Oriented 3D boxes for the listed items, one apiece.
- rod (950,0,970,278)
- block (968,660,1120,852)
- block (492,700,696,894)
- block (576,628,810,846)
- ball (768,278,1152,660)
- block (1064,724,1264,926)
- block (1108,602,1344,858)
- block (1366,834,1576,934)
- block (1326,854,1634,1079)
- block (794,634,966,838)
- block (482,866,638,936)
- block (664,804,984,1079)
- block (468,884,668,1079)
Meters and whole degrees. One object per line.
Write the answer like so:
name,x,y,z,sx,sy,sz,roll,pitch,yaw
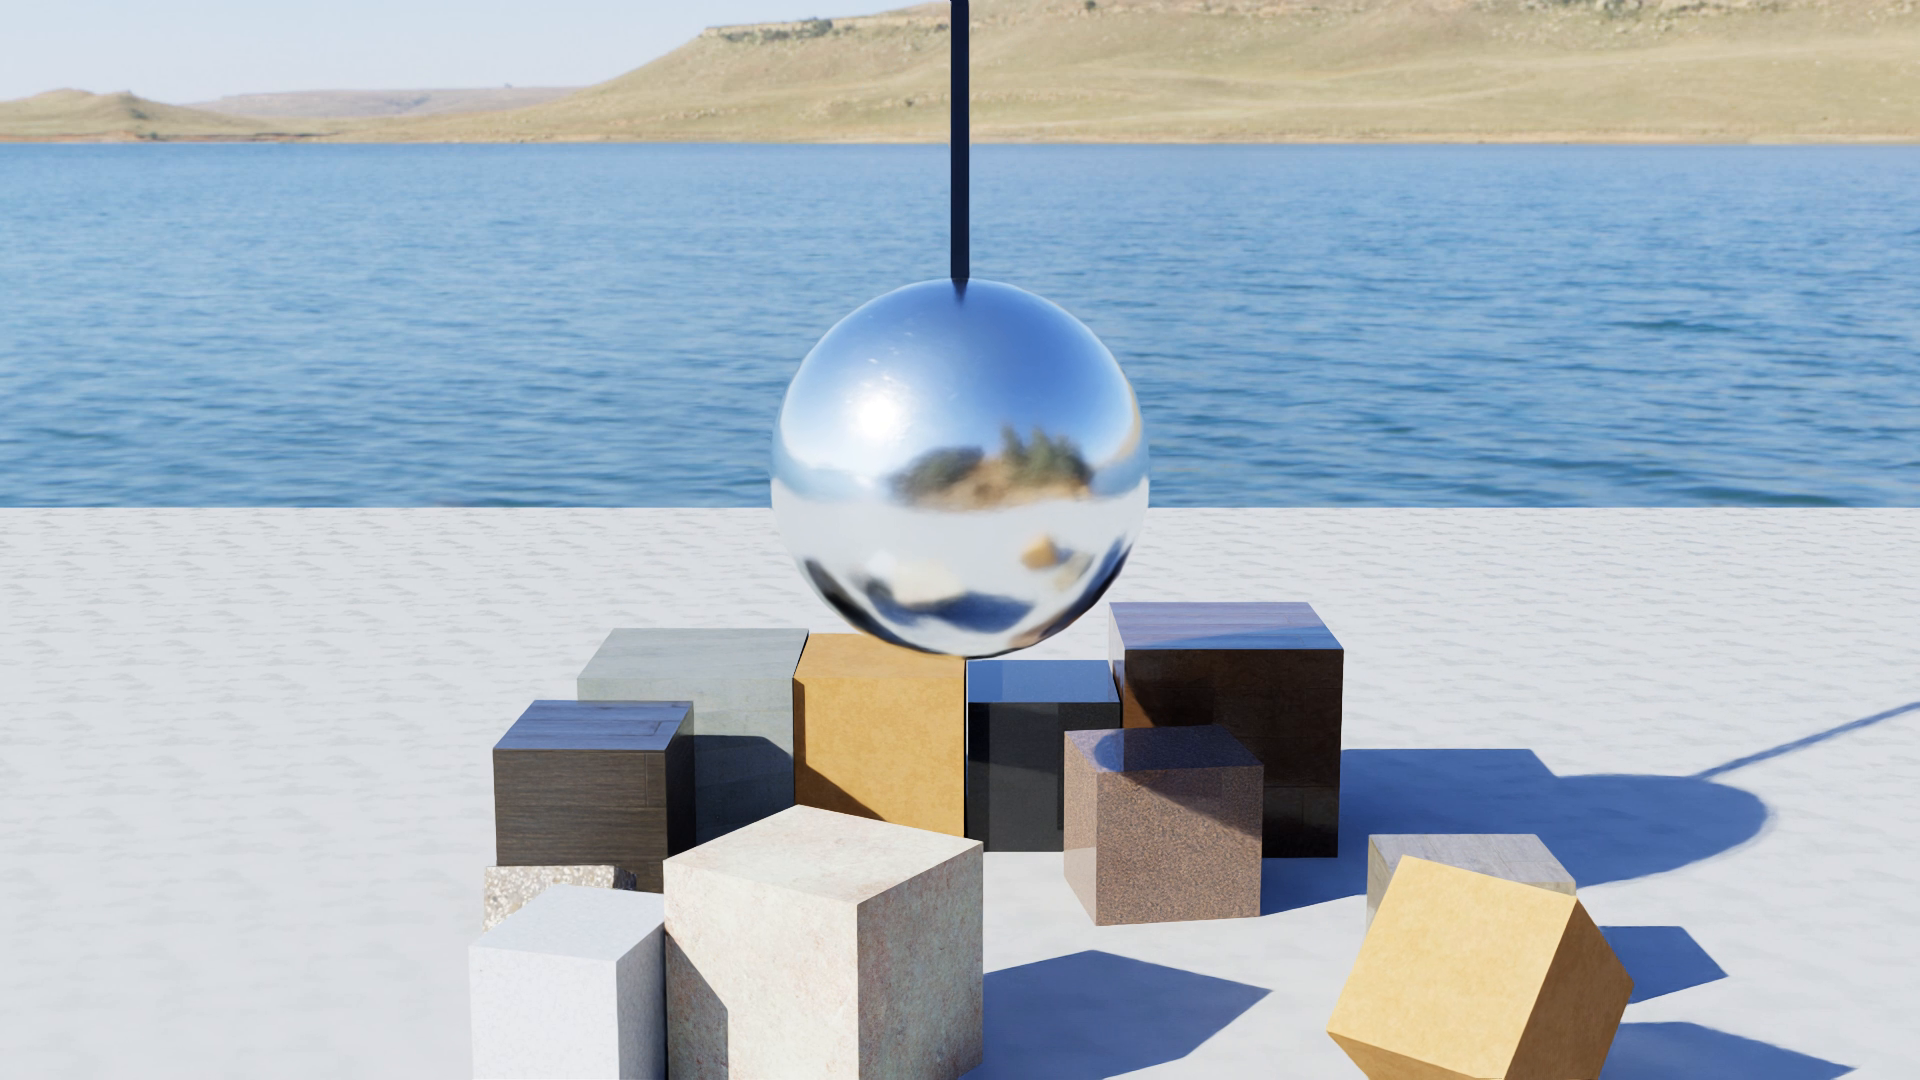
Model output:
rod,0.000,-3.662,9.685,0.080,5.200,0.080,0,-8,0
block,0.414,1.099,11.365,0.750,0.771,0.904,0,10,0
block,-1.673,1.267,10.211,0.766,0.854,0.865,0,10,1
block,-1.341,1.026,11.365,1.052,0.916,1.127,0,10,0
ball,0.000,-0.295,9.212,1.600,1.600,1.600,0,10,0
block,0.937,1.320,10.289,0.770,0.722,0.708,-2,10,-9
block,1.336,0.954,11.354,1.067,1.061,1.110,0,10,0
block,2.100,1.599,9.120,0.710,0.590,0.616,0,10,0
block,1.847,1.649,7.776,0.679,0.707,0.667,9,-29,41
block,-0.390,1.035,11.323,0.834,0.912,0.986,0,10,1
block,-1.628,1.596,8.978,0.518,0.486,0.476,-1,-13,3
block,-0.503,1.598,8.295,0.875,0.887,0.825,7,12,32
block,-1.401,1.733,8.245,0.577,0.641,0.702,3,11,15
